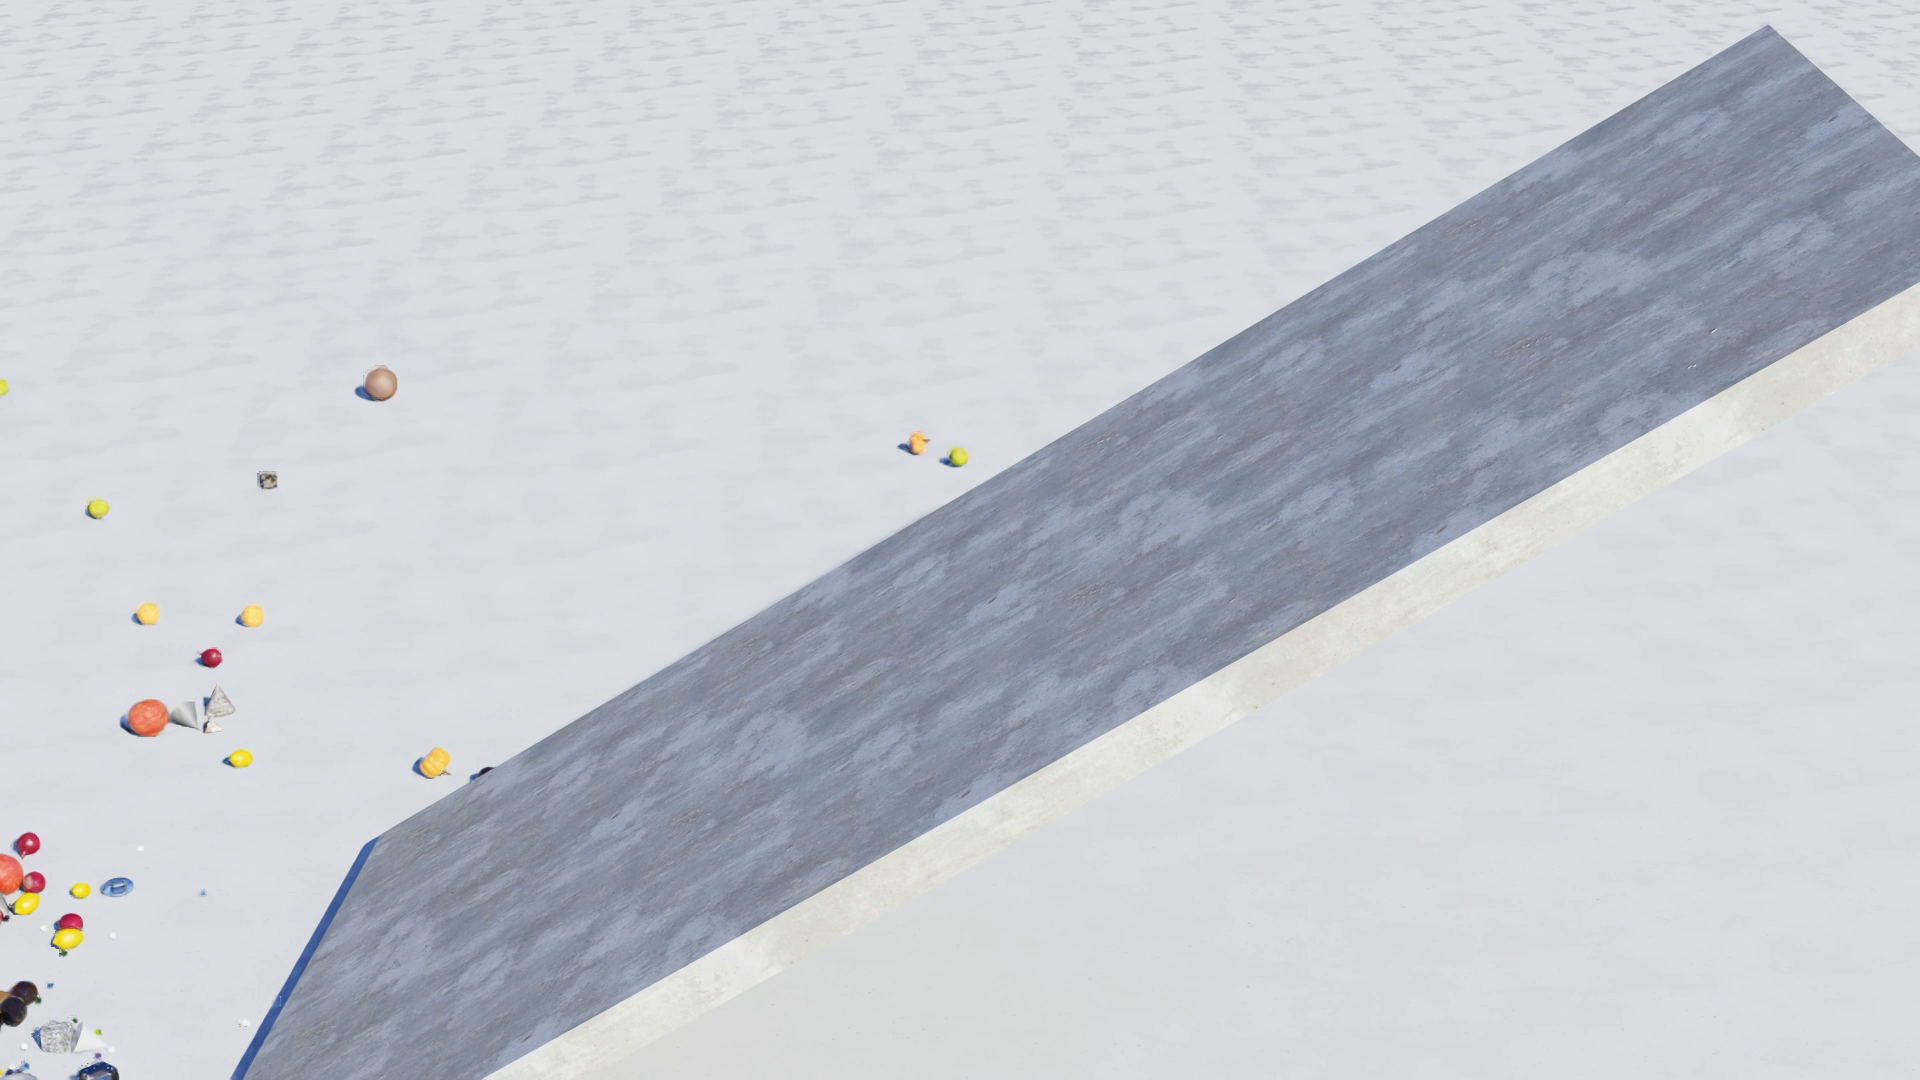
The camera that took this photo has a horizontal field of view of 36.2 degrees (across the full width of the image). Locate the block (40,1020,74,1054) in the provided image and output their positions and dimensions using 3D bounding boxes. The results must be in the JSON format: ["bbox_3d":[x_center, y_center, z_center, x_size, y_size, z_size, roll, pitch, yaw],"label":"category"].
[{"bbox_3d":[-2.084,1.148,6.792,0.054,0.054,0.054,4,20,10],"label":"block"}]

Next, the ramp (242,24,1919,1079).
[{"bbox_3d":[0.140,0.170,6.292,4.000,0.100,2.000,-30,15,13],"label":"ramp"}]

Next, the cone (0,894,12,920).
[{"bbox_3d":[-2.412,0.937,7.410,0.067,0.067,0.067,36,31,14],"label":"cone"}]

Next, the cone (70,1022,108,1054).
[{"bbox_3d":[-2.001,1.159,6.788,0.078,0.078,0.078,21,12,-22],"label":"cone"}]

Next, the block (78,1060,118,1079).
[{"bbox_3d":[-1.929,1.215,6.596,0.061,0.061,0.061,15,25,37],"label":"block"}]

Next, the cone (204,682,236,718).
[{"bbox_3d":[-2.178,0.461,8.639,0.092,0.092,0.092,0,20,0],"label":"cone"}]

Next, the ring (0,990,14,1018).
[{"bbox_3d":[-2.299,1.101,6.935,0.130,0.043,0.130,-3,17,1],"label":"ring"}]

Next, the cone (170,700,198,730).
[{"bbox_3d":[-2.234,0.525,8.543,0.083,0.083,0.083,-21,55,-44],"label":"cone"}]

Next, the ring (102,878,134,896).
[{"bbox_3d":[-2.160,0.890,7.546,0.080,0.027,0.080,-1,21,0],"label":"ring"}]

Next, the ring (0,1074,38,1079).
[{"bbox_3d":[-2.117,1.229,6.596,0.103,0.034,0.103,-1,19,0],"label":"ring"}]
